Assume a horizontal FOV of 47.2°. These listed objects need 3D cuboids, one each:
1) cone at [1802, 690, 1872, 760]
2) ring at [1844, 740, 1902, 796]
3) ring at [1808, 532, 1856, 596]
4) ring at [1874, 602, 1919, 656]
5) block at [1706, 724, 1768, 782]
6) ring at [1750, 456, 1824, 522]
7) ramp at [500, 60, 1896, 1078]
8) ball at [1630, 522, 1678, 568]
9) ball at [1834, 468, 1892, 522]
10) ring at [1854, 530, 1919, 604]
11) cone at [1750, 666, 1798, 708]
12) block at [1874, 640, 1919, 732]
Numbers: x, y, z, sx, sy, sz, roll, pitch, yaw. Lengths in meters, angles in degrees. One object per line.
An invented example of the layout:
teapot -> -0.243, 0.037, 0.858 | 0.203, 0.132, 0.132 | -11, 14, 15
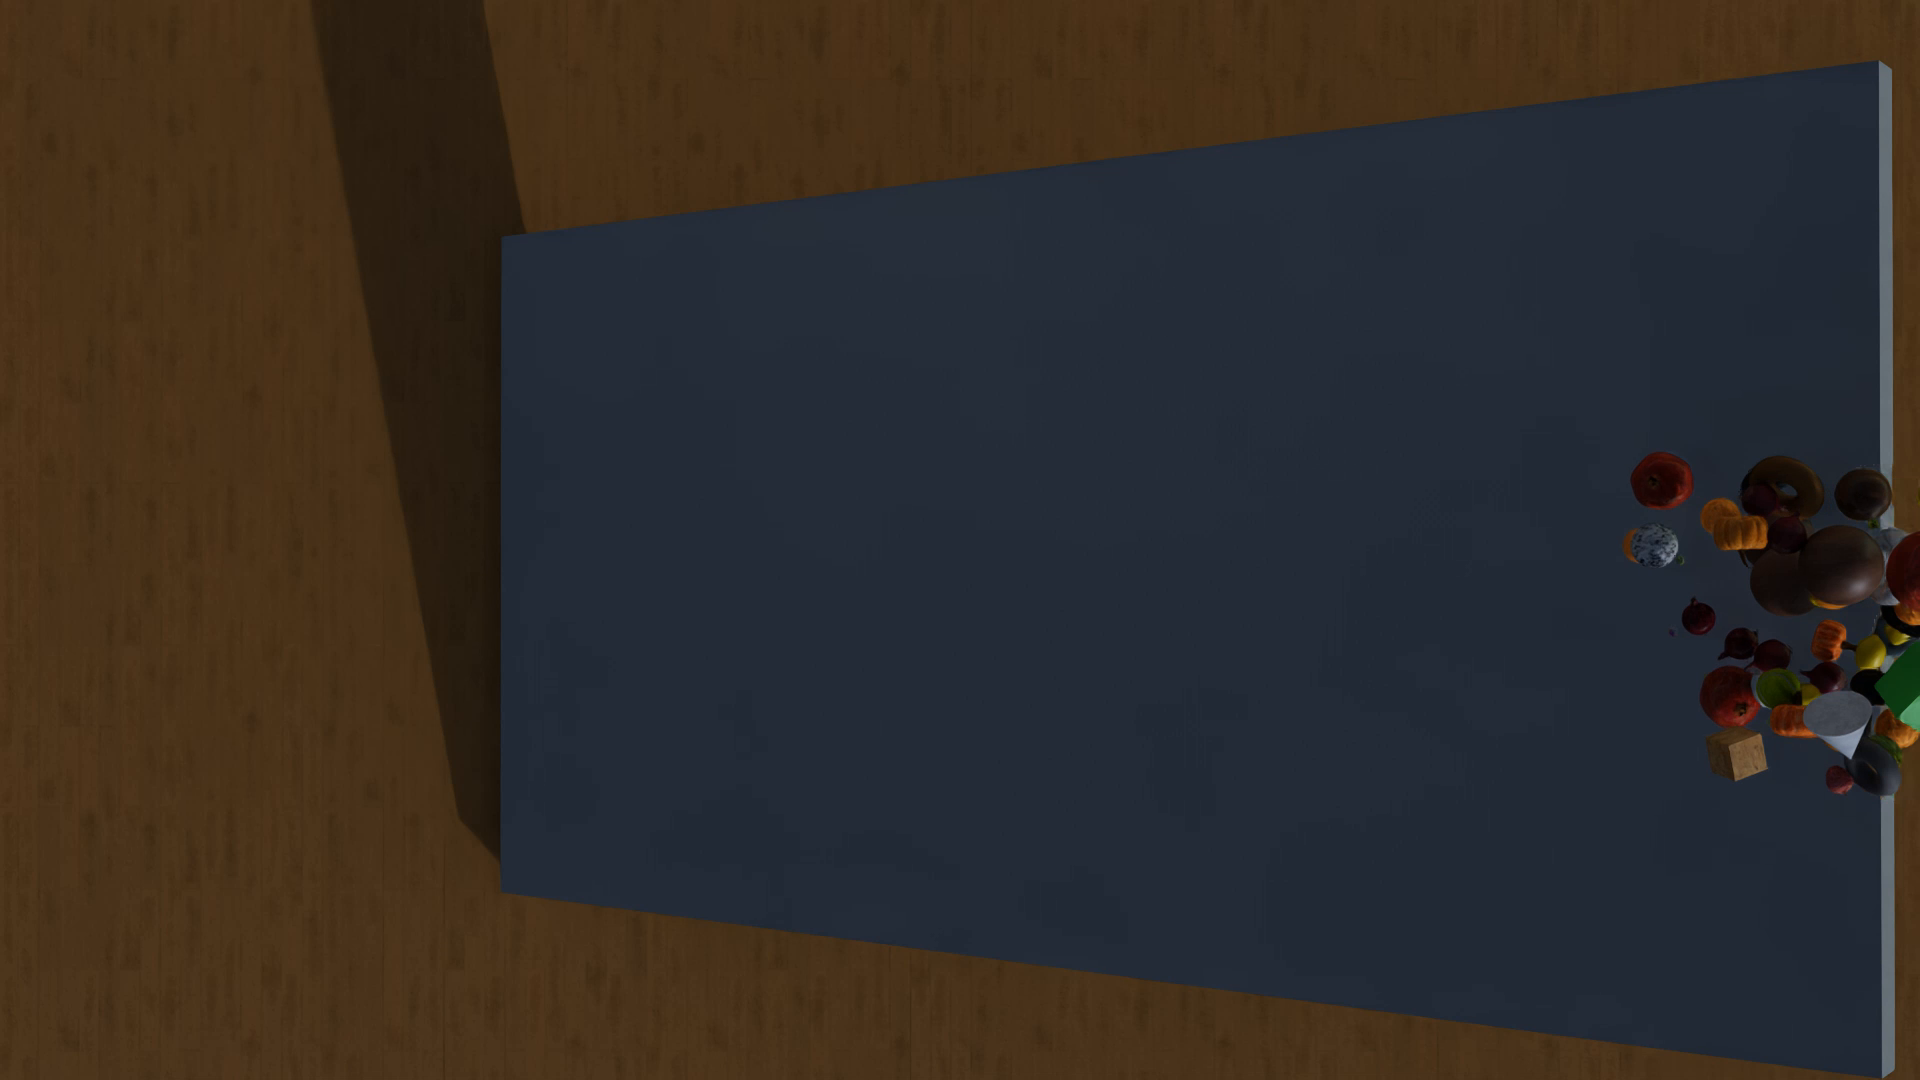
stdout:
cone -> 1.348, 0.300, 3.354 | 0.100, 0.100, 0.100 | -29, 120, 0
ring -> 1.460, 0.365, 3.518 | 0.034, 0.101, 0.101 | -32, 90, -18
ring -> 1.676, 0.046, 4.218 | 0.128, 0.043, 0.128 | 13, 67, -34
ring -> 1.791, 0.170, 4.188 | 0.036, 0.109, 0.109 | 21, 90, -22
block -> 1.376, 0.377, 3.897 | 0.068, 0.068, 0.068 | -18, 103, -14
ring -> 1.420, -0.088, 3.779 | 0.130, 0.130, 0.043 | 45, 61, 0
ramp -> 0.233, 0.065, 5.553 | 4.000, 0.100, 2.000 | 0, 89, 37
ball -> 1.333, 0.010, 4.220 | 0.088, 0.088, 0.088 | 0, 90, 0
ball -> 1.623, -0.081, 3.951 | 0.096, 0.096, 0.096 | 0, 90, 0
ring -> 1.549, 0.045, 3.660 | 0.044, 0.131, 0.131 | 23, 90, -26
cone -> 1.504, 0.264, 4.018 | 0.078, 0.078, 0.078 | 6, 77, -25
block -> 1.335, 0.211, 3.027 | 0.087, 0.087, 0.087 | 28, 114, -14
